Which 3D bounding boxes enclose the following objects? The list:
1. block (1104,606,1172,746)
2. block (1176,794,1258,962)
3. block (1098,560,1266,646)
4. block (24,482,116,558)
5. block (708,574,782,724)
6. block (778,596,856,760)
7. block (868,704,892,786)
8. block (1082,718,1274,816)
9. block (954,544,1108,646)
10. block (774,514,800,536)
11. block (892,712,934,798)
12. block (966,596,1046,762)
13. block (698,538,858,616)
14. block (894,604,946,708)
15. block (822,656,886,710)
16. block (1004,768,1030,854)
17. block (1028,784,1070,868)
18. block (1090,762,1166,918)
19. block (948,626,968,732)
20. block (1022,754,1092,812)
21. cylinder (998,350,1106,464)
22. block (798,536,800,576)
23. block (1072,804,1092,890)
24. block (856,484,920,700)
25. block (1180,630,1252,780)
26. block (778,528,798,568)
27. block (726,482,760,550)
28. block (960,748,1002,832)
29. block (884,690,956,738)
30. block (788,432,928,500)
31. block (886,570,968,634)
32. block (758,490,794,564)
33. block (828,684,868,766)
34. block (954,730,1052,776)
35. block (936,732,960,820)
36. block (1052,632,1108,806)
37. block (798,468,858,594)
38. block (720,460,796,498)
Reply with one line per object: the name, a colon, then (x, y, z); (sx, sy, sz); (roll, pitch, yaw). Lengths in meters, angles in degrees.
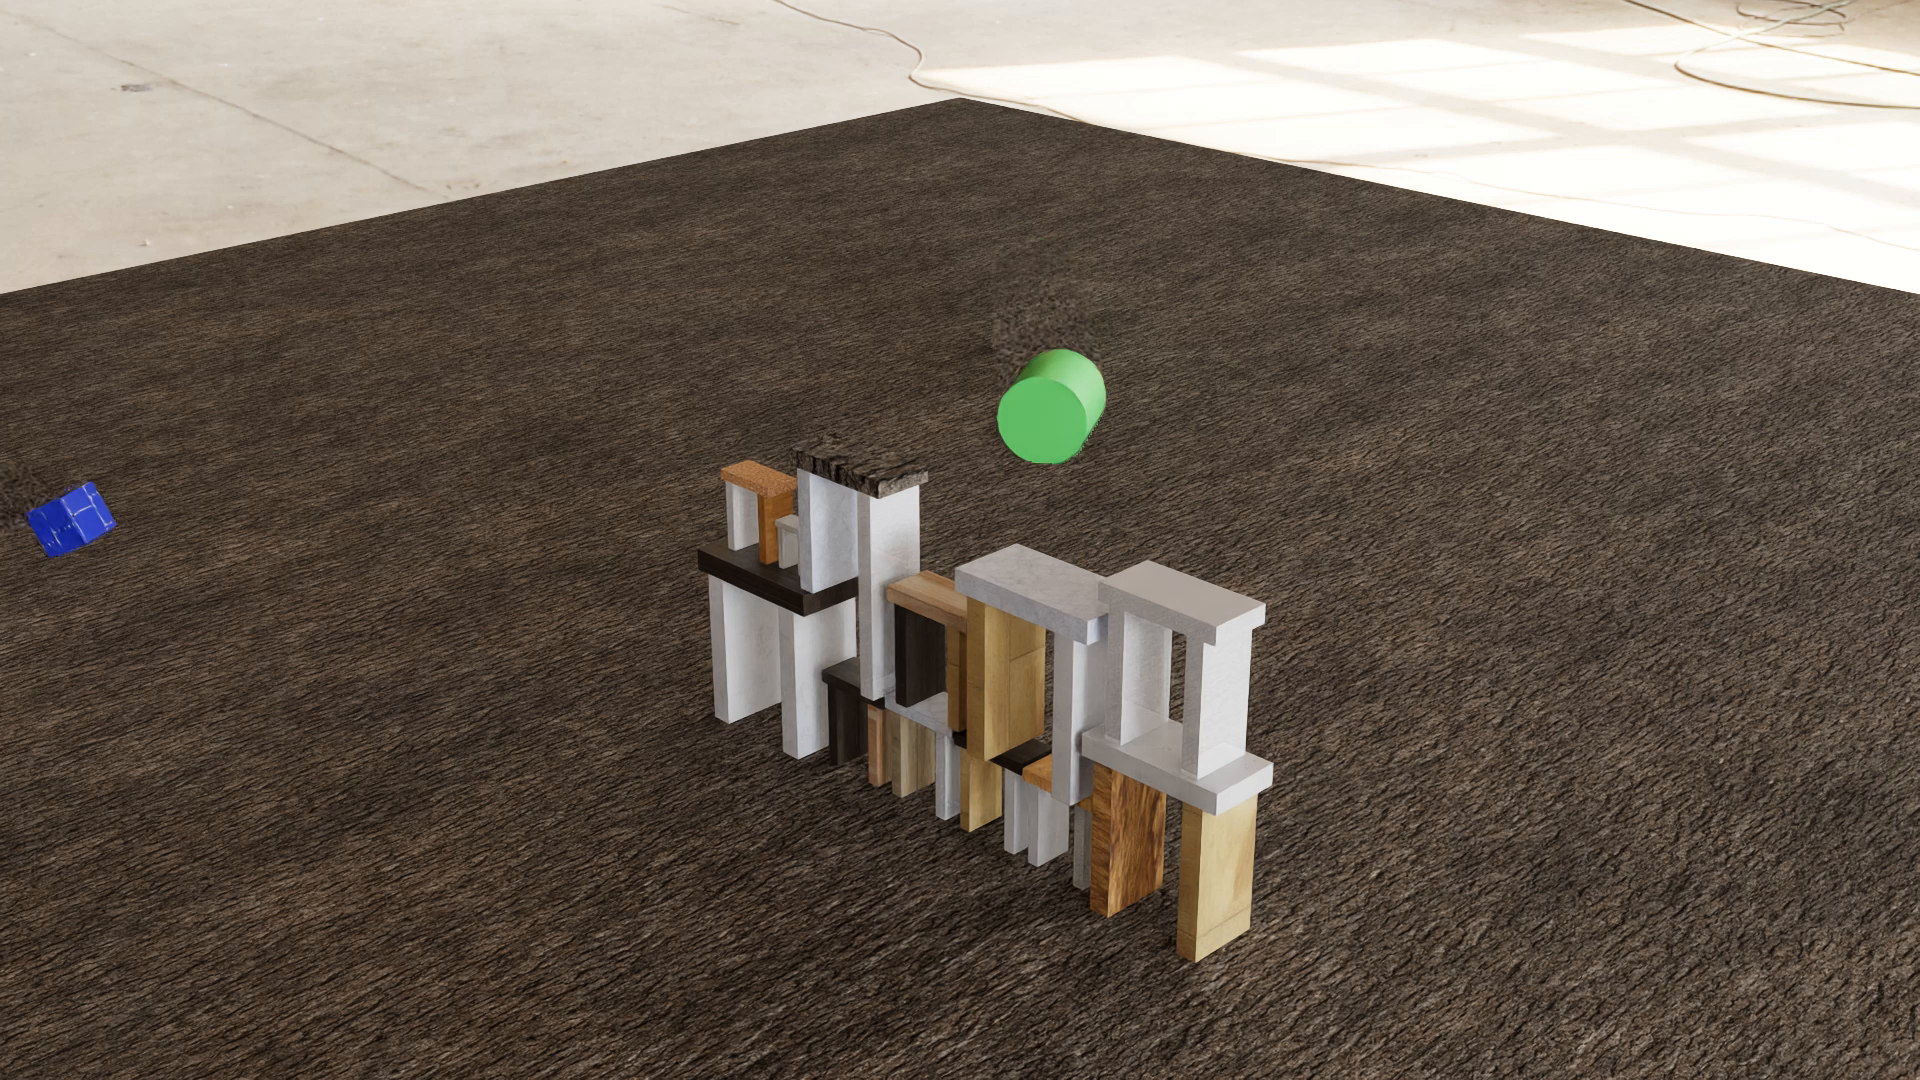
block: (0.323, 0.225, 3.968); (0.038, 0.267, 0.134); (21, 31, 41)
block: (0.464, 0.590, 3.968); (0.045, 0.315, 0.157); (21, 31, 41)
block: (0.386, 0.109, 3.851); (0.134, 0.038, 0.267); (-21, 31, -41)
block: (-2.290, -0.052, 5.663); (0.129, 0.129, 0.129); (-19, 15, 24)
block: (-0.462, 0.214, 4.817); (0.049, 0.344, 0.172); (21, 31, 41)
block: (-0.300, 0.277, 4.668); (0.049, 0.344, 0.172); (21, 31, 41)
block: (-0.147, 0.410, 4.558); (0.092, 0.185, 0.026); (-21, 31, -41)
block: (0.390, 0.395, 3.966); (0.315, 0.045, 0.157); (21, 31, 41)
block: (0.168, 0.098, 4.079); (0.167, 0.047, 0.335); (-21, 31, -41)
block: (-0.337, -0.029, 4.573); (0.046, 0.013, 0.092); (-21, 31, -41)
block: (-0.096, 0.424, 4.515); (0.096, 0.193, 0.027); (-21, 31, -41)
block: (0.089, 0.243, 4.226); (0.047, 0.335, 0.167); (21, 31, 41)
block: (-0.381, 0.065, 4.666); (0.344, 0.049, 0.172); (21, 31, 41)
block: (-0.080, 0.216, 4.407); (0.031, 0.221, 0.110); (21, 31, 40)
block: (-0.191, 0.296, 4.557); (0.185, 0.026, 0.092); (21, 31, 41)
block: (0.128, 0.516, 4.310); (0.026, 0.183, 0.091); (21, 31, 41)
block: (0.173, 0.537, 4.267); (0.089, 0.177, 0.025); (-21, 31, -41)
block: (0.315, 0.532, 4.105); (0.045, 0.315, 0.157); (21, 31, 41)
block: (0.025, 0.256, 4.312); (0.031, 0.221, 0.110); (21, 31, 40)
block: (0.214, 0.461, 4.189); (0.089, 0.025, 0.177); (-21, 31, -40)
cylinder: (0.266, -0.385, 6.333); (0.262, 0.262, 0.262); (6, 24, 14)
block: (-0.316, 0.027, 4.574); (0.013, 0.092, 0.046); (21, 31, 41)
block: (0.256, 0.570, 4.190); (0.025, 0.177, 0.089); (21, 31, 41)
block: (-0.142, 0.096, 4.421); (0.133, 0.447, 0.038); (-21, 31, -41)
block: (0.449, 0.274, 3.852); (0.038, 0.267, 0.134); (21, 31, 41)
block: (-0.359, 0.010, 4.614); (0.013, 0.092, 0.046); (21, 31, 41)
block: (-0.461, -0.062, 4.703); (0.022, 0.156, 0.078); (21, 31, 41)
block: (0.042, 0.483, 4.389); (0.091, 0.183, 0.026); (-21, 31, -41)
block: (-0.050, 0.340, 4.431); (0.193, 0.027, 0.096); (21, 31, 40)
block: (-0.204, -0.151, 4.384); (0.133, 0.038, 0.266); (-21, 31, -41)
block: (-0.027, 0.120, 4.310); (0.221, 0.031, 0.110); (21, 31, 40)
block: (-0.388, -0.033, 4.635); (0.022, 0.156, 0.078); (21, 31, 41)
block: (-0.234, 0.376, 4.638); (0.026, 0.184, 0.092); (21, 31, 41)
block: (0.085, 0.403, 4.309); (0.091, 0.026, 0.183); (-21, 31, -41)
block: (-0.005, 0.459, 4.432); (0.027, 0.193, 0.096); (21, 31, 40)
block: (0.246, 0.307, 4.082); (0.047, 0.341, 0.167); (21, 31, 41)
block: (-0.267, -0.036, 4.501); (0.133, 0.265, 0.038); (-21, 31, -41)
block: (-0.425, -0.129, 4.634); (0.156, 0.022, 0.078); (21, 31, 41)
